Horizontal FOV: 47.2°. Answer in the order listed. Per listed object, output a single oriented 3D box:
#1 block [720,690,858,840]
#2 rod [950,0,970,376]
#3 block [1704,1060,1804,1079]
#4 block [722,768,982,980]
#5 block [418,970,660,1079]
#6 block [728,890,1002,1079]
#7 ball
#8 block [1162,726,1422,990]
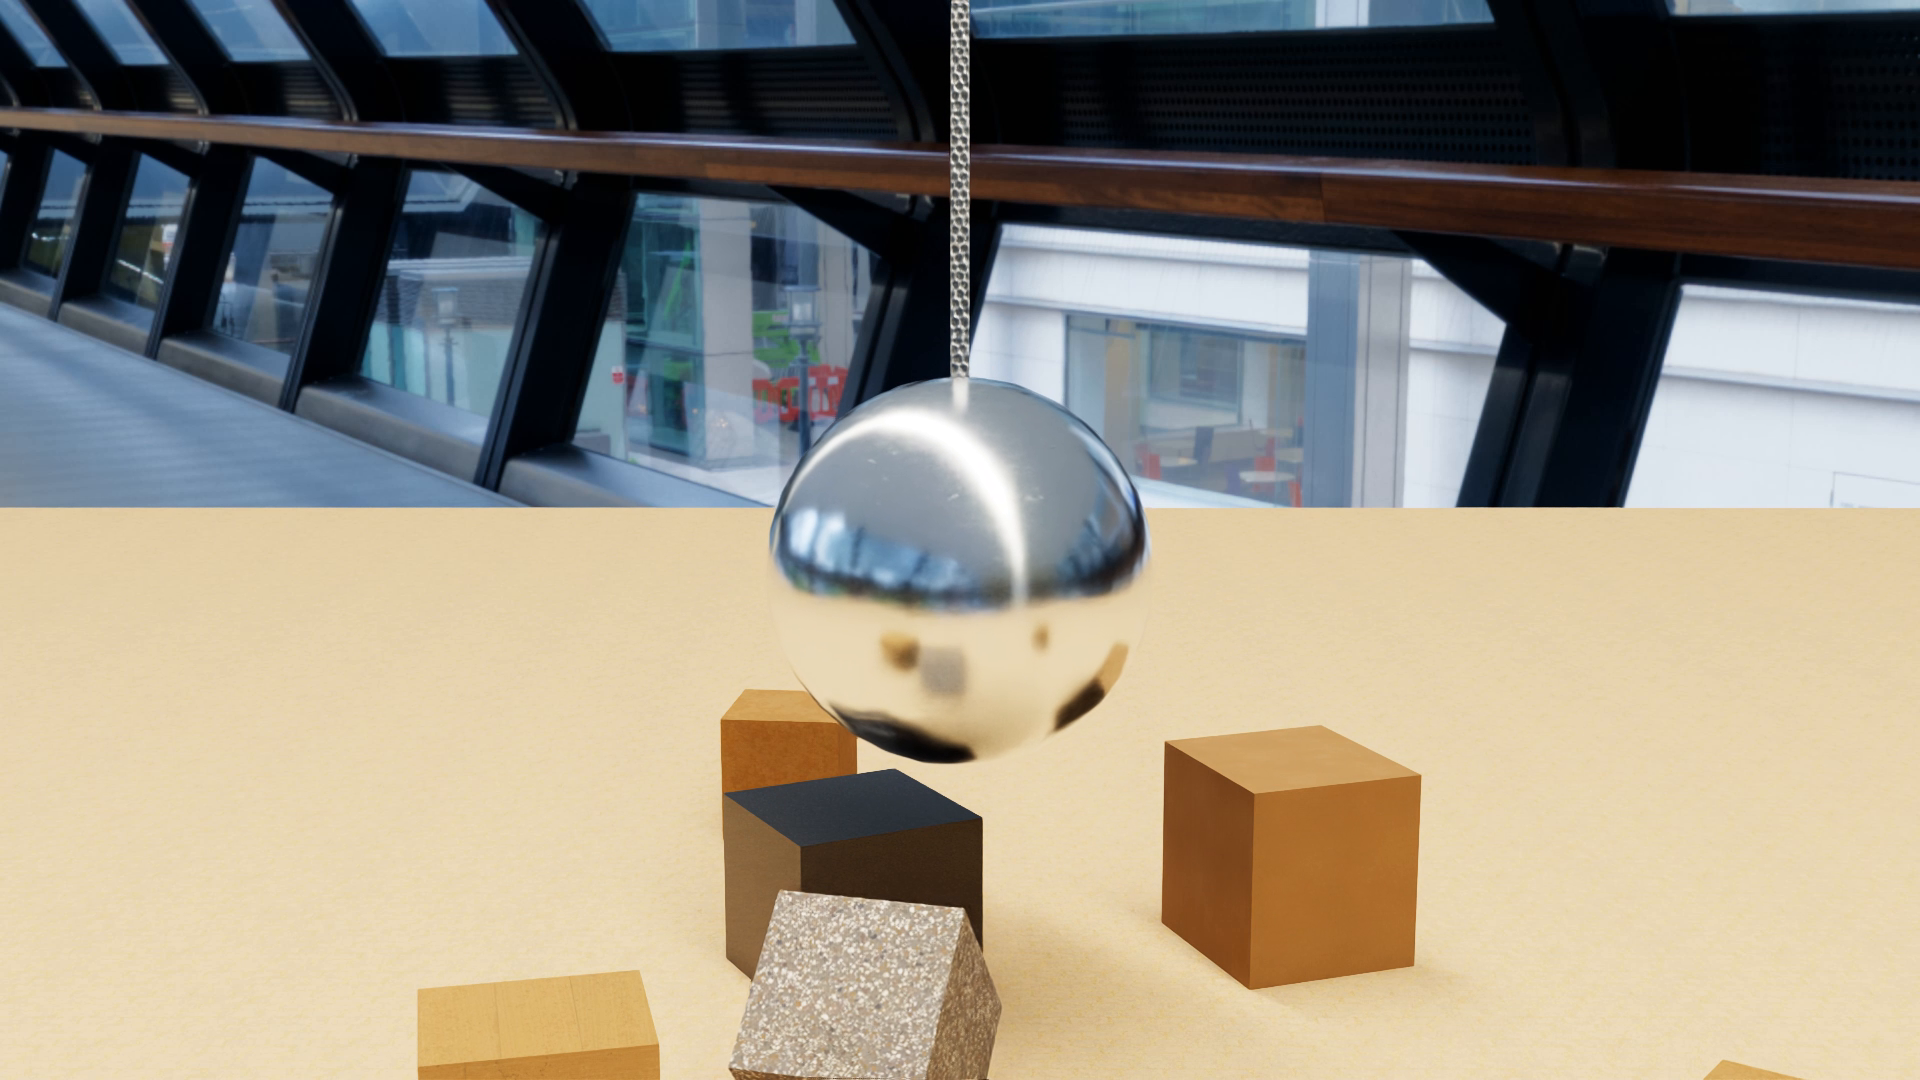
[{"bbox_3d":[-0.876,1.164,11.395,0.598,0.633,0.624,1,10,6],"label":"block"},{"bbox_3d":[0.000,-3.218,9.663,0.080,5.200,0.080,0,-10,0],"label":"rod"},{"bbox_3d":[2.529,2.029,6.805,0.542,0.572,0.525,8,13,36],"label":"block"},{"bbox_3d":[-0.461,1.483,9.327,0.822,0.745,0.824,-5,12,-27],"label":"block"},{"bbox_3d":[-1.378,1.890,7.185,0.738,0.711,0.646,-2,11,-13],"label":"block"},{"bbox_3d":[-0.301,1.694,7.518,0.660,0.724,0.656,3,53,16],"label":"block"},{"bbox_3d":[0.000,0.126,9.051,1.600,1.600,1.600,0,10,0],"label":"ball"},{"bbox_3d":[1.436,1.367,9.659,0.793,0.854,0.861,-4,11,-20],"label":"block"}]
